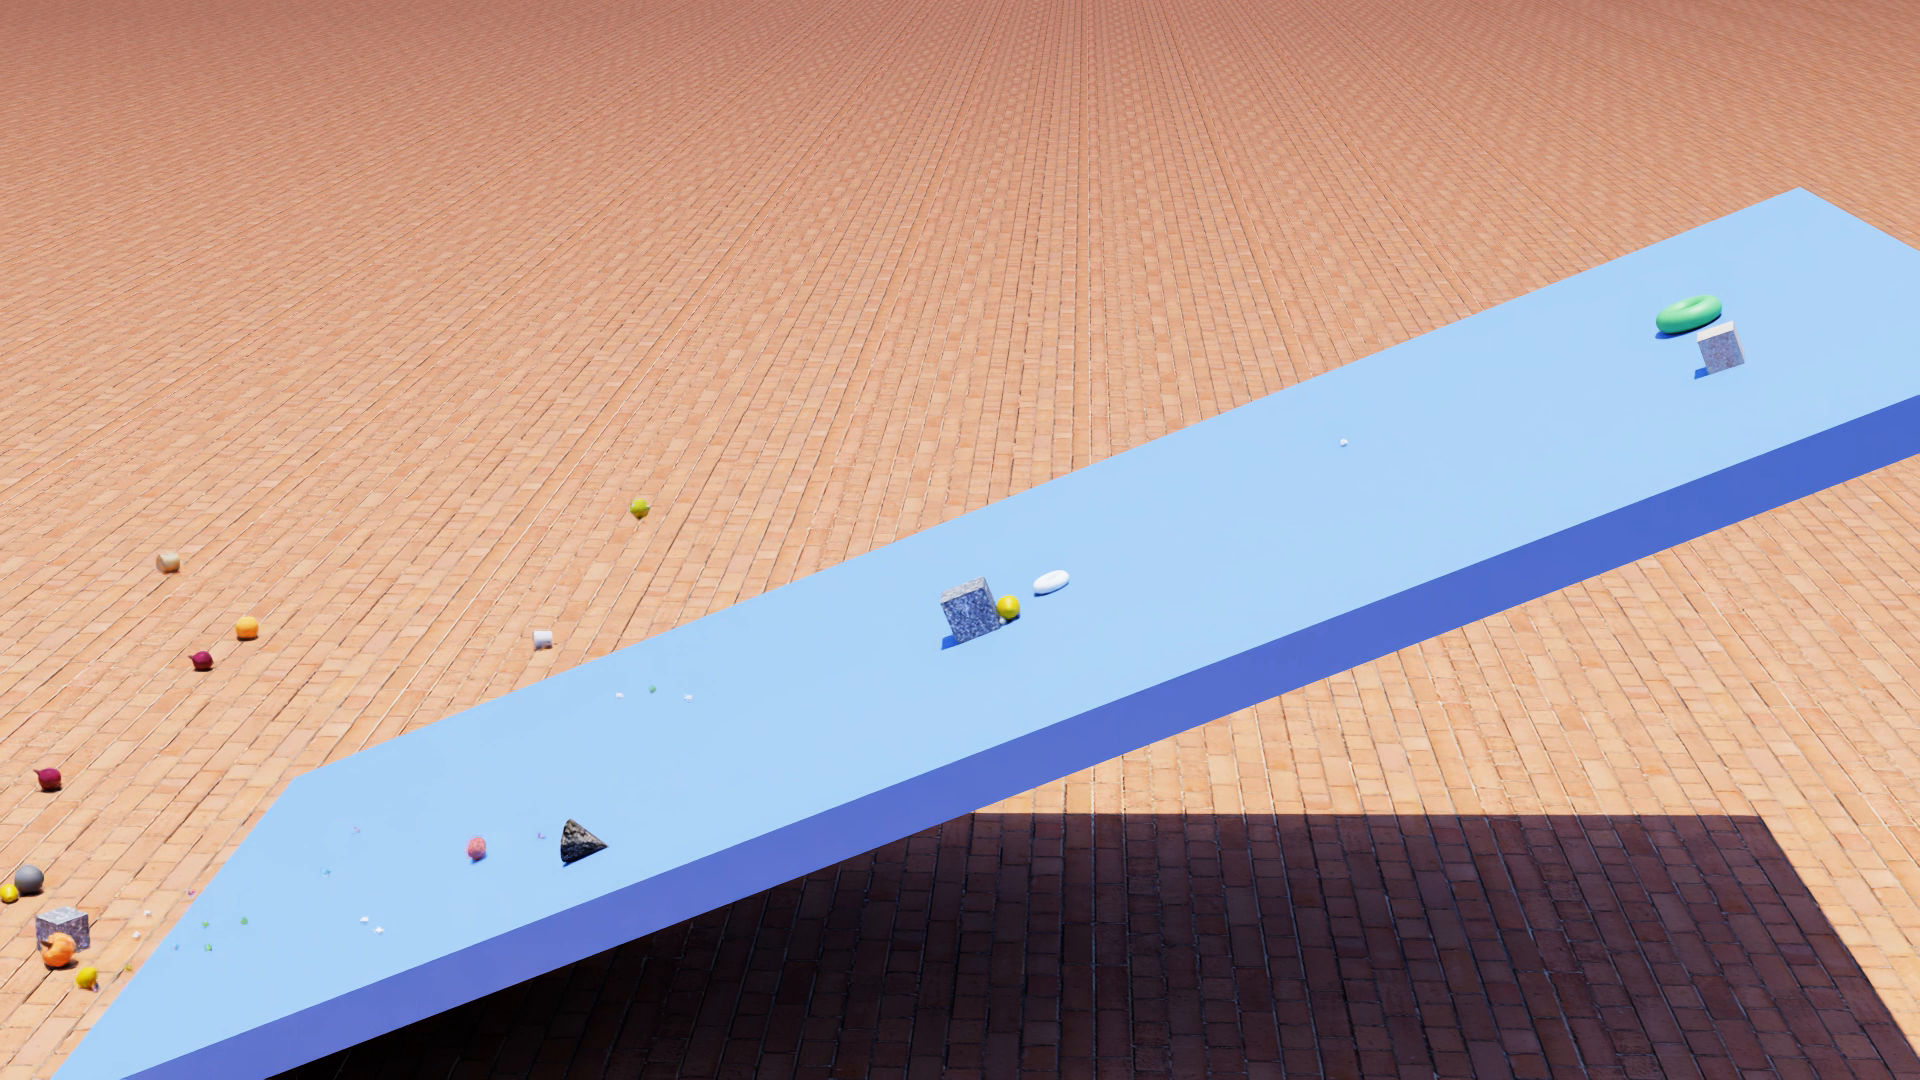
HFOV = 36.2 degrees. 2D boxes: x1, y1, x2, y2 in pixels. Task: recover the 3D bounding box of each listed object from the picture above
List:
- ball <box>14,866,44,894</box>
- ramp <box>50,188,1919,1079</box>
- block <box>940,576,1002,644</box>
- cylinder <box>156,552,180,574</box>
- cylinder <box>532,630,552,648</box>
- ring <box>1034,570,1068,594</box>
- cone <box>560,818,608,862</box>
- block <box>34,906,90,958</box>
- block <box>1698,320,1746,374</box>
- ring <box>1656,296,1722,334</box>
[{"bbox_3d":[-2.204,0.804,6.961,0.068,0.068,0.068,0,14,0],"label":"ball"},{"bbox_3d":[0.126,0.173,6.289,4.000,0.100,2.000,-21,12,7],"label":"ramp"},{"bbox_3d":[0.023,0.146,6.124,0.096,0.096,0.096,-22,12,6],"label":"block"},{"bbox_3d":[-2.655,0.077,9.864,0.060,0.060,0.060,-12,18,-39],"label":"cylinder"},{"bbox_3d":[-1.275,0.303,8.980,0.053,0.053,0.053,-3,14,-13],"label":"cylinder"},{"bbox_3d":[0.193,0.090,6.222,0.081,0.027,0.081,-21,13,5],"label":"ring"},{"bbox_3d":[-0.722,0.589,5.714,0.086,0.086,0.086,7,15,10],"label":"cone"},{"bbox_3d":[-2.019,0.883,6.619,0.082,0.082,0.082,11,18,36],"label":"block"},{"bbox_3d":[1.489,-0.376,5.754,0.071,0.071,0.071,-19,13,20],"label":"block"},{"bbox_3d":[1.527,-0.473,6.162,0.140,0.047,0.140,-21,11,4],"label":"ring"}]
